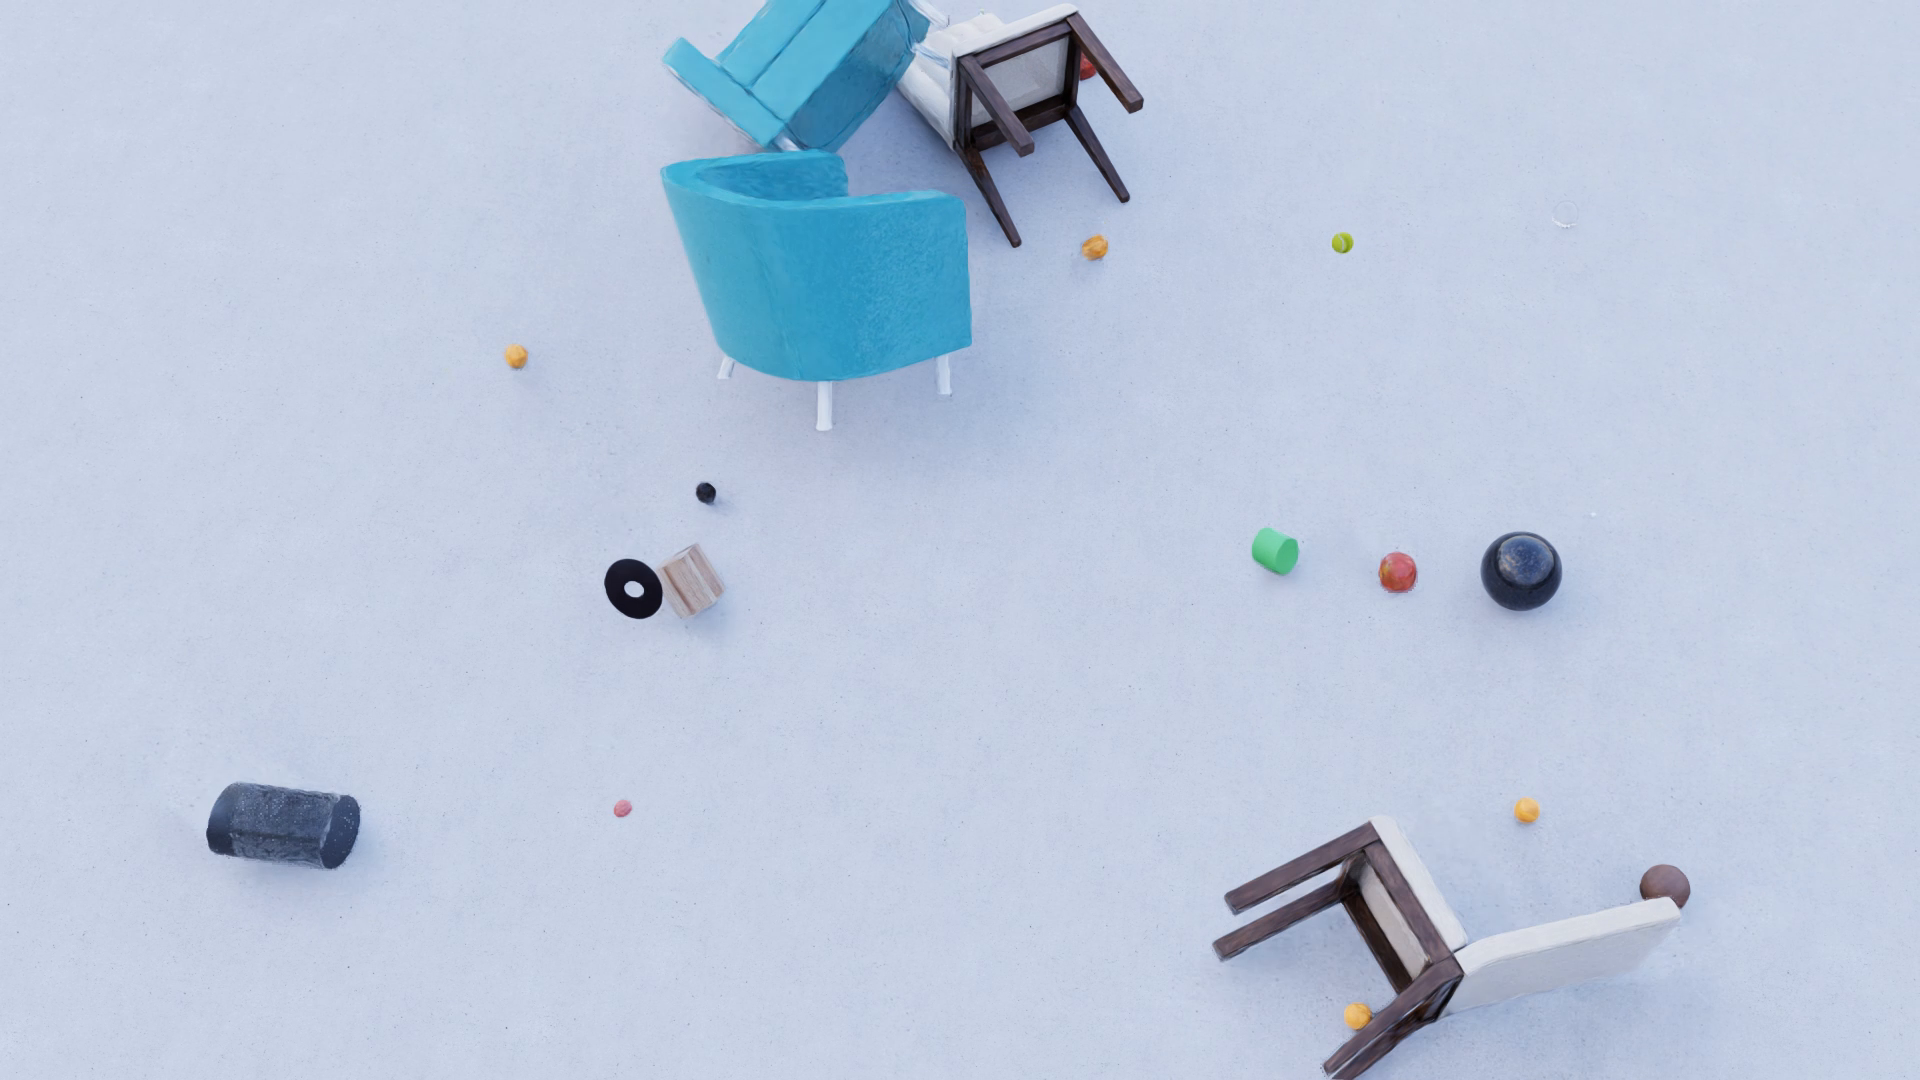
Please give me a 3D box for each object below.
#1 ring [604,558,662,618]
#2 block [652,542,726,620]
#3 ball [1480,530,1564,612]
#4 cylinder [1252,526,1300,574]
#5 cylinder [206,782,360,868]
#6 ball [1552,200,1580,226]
[{"bbox_3d":[-0.907,0.137,6.118,0.152,0.285,0.040,-14,55,-2],"label":"ring"},{"bbox_3d":[-0.784,0.119,6.354,0.119,0.162,0.116,-25,13,23],"label":"block"},{"bbox_3d":[1.626,0.090,6.373,0.234,0.234,0.234,0,56,0],"label":"ball"},{"bbox_3d":[0.927,0.031,6.455,0.084,0.154,0.106,29,81,32],"label":"cylinder"},{"bbox_3d":[-1.813,0.766,5.908,0.308,0.289,0.191,7,96,4],"label":"cylinder"},{"bbox_3d":[1.996,-1.074,7.243,0.085,0.085,0.085,0,56,0],"label":"ball"}]
